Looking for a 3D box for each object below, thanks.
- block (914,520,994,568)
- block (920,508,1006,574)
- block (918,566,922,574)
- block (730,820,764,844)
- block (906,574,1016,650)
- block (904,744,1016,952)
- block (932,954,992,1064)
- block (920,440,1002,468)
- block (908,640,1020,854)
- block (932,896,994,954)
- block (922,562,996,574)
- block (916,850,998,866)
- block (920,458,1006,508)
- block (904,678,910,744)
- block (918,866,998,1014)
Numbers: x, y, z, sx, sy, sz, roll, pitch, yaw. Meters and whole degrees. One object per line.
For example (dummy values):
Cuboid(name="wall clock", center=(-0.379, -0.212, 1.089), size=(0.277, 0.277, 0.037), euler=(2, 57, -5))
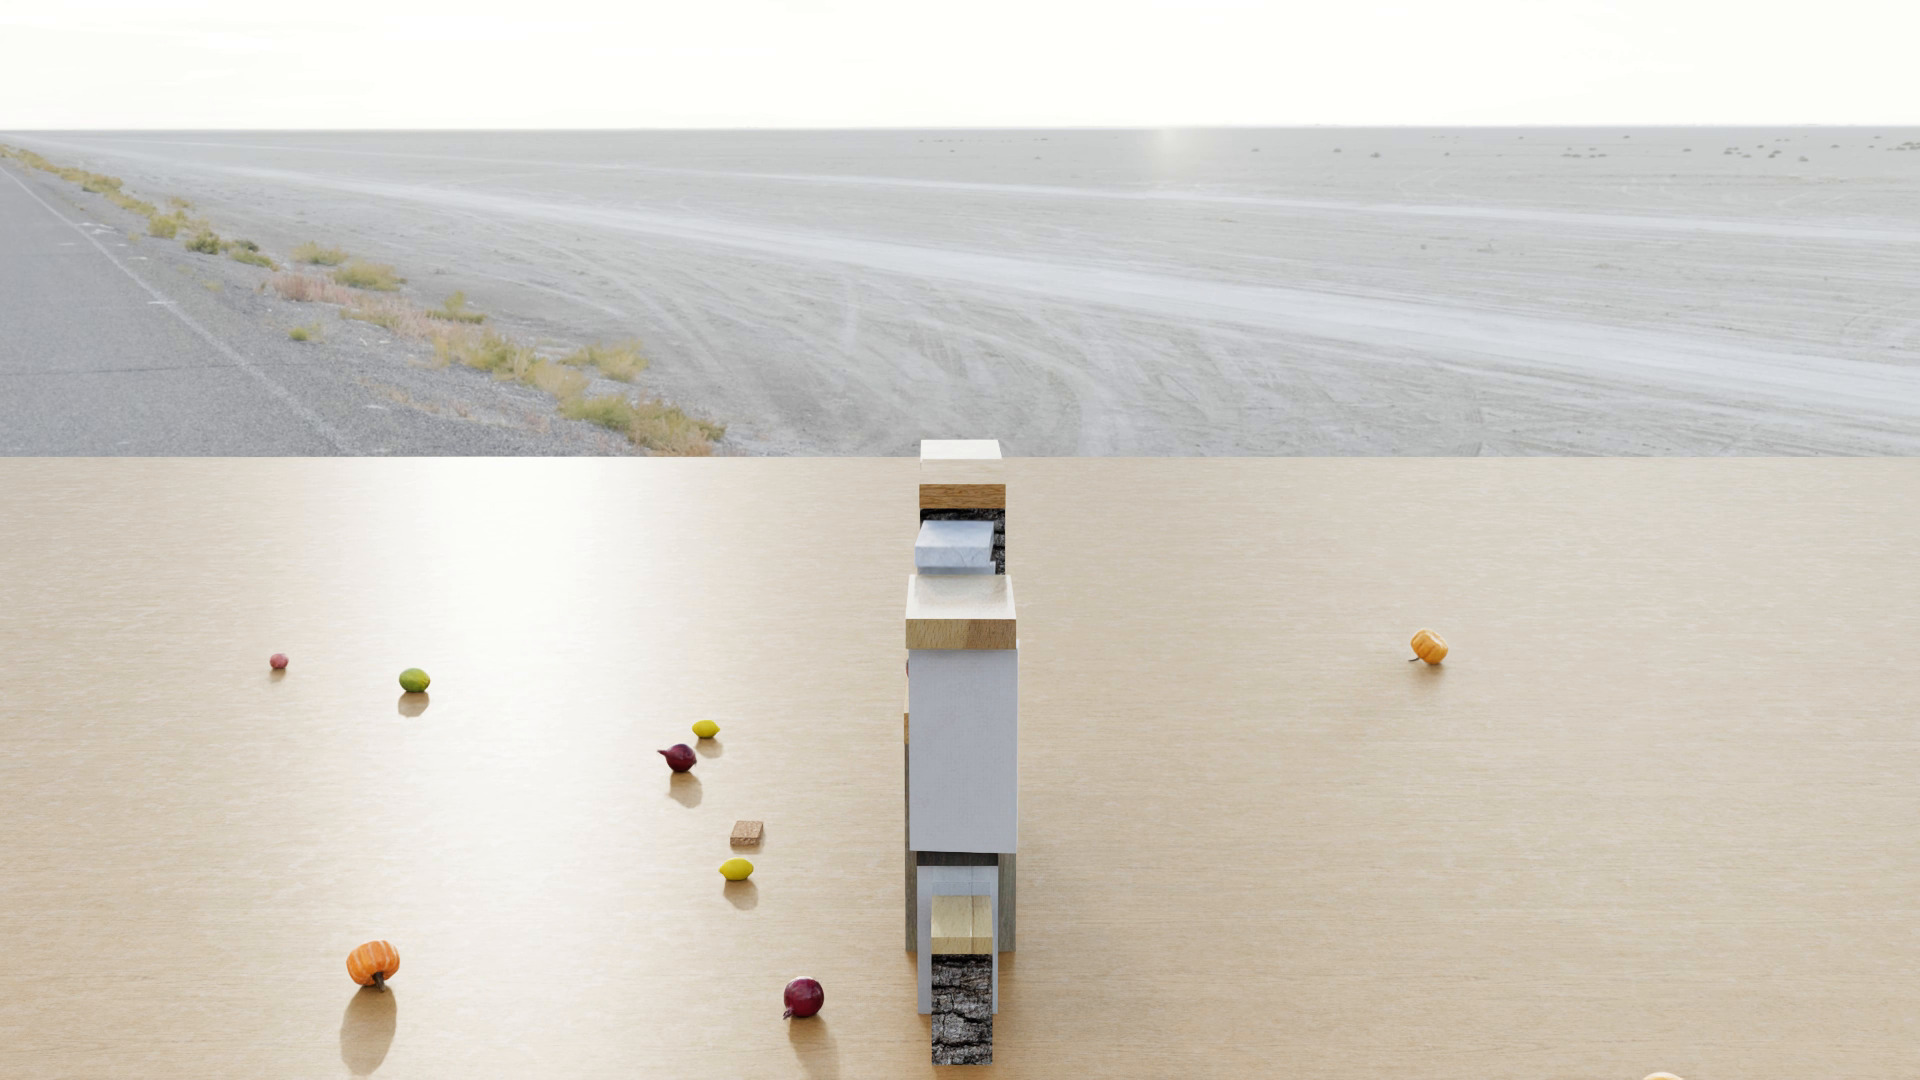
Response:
Cuboid(name="block", center=(-0.007, 0.005, 3.380), size=(0.111, 0.031, 0.221), euler=(1, 10, 3))
Cuboid(name="block", center=(0.004, 0.076, 3.550), size=(0.137, 0.274, 0.039), euler=(0, 11, 0))
Cuboid(name="block", center=(-0.010, 0.111, 3.503), size=(0.111, 0.221, 0.031), euler=(1, 11, 3))
Cuboid(name="block", center=(-0.384, 0.528, 3.967), size=(0.049, 0.014, 0.097), euler=(0, 11, 2))
Cuboid(name="block", center=(0.001, 0.100, 3.116), size=(0.149, 0.042, 0.299), euler=(0, 11, 0))
Cuboid(name="block", center=(0.001, 0.465, 3.404), size=(0.171, 0.342, 0.048), euler=(0, 11, 0))
Cuboid(name="block", center=(0.003, 0.632, 2.992), size=(0.083, 0.166, 0.023), euler=(0, 11, 0))
Cuboid(name="block", center=(0.001, -0.142, 3.996), size=(0.144, 0.041, 0.287), euler=(0, 11, -1))
Cuboid(name="block", center=(0.006, 0.286, 3.054), size=(0.149, 0.299, 0.042), euler=(1, 14, 4))
Cuboid(name="block", center=(0.002, 0.529, 3.029), size=(0.083, 0.023, 0.166), euler=(0, 10, 0))
Cuboid(name="block", center=(-0.003, 0.144, 3.326), size=(0.111, 0.221, 0.031), euler=(0, 10, 1))
Cuboid(name="block", center=(-0.004, 0.423, 3.216), size=(0.115, 0.033, 0.230), euler=(0, 11, 0))
Cuboid(name="block", center=(0.004, -0.094, 3.610), size=(0.137, 0.039, 0.274), euler=(0, 11, 0))
Cuboid(name="block", center=(0.001, 0.253, 3.480), size=(0.171, 0.048, 0.342), euler=(0, 11, 0))
Cuboid(name="block", center=(-0.003, 0.567, 3.164), size=(0.115, 0.230, 0.033), euler=(0, 11, 0))
